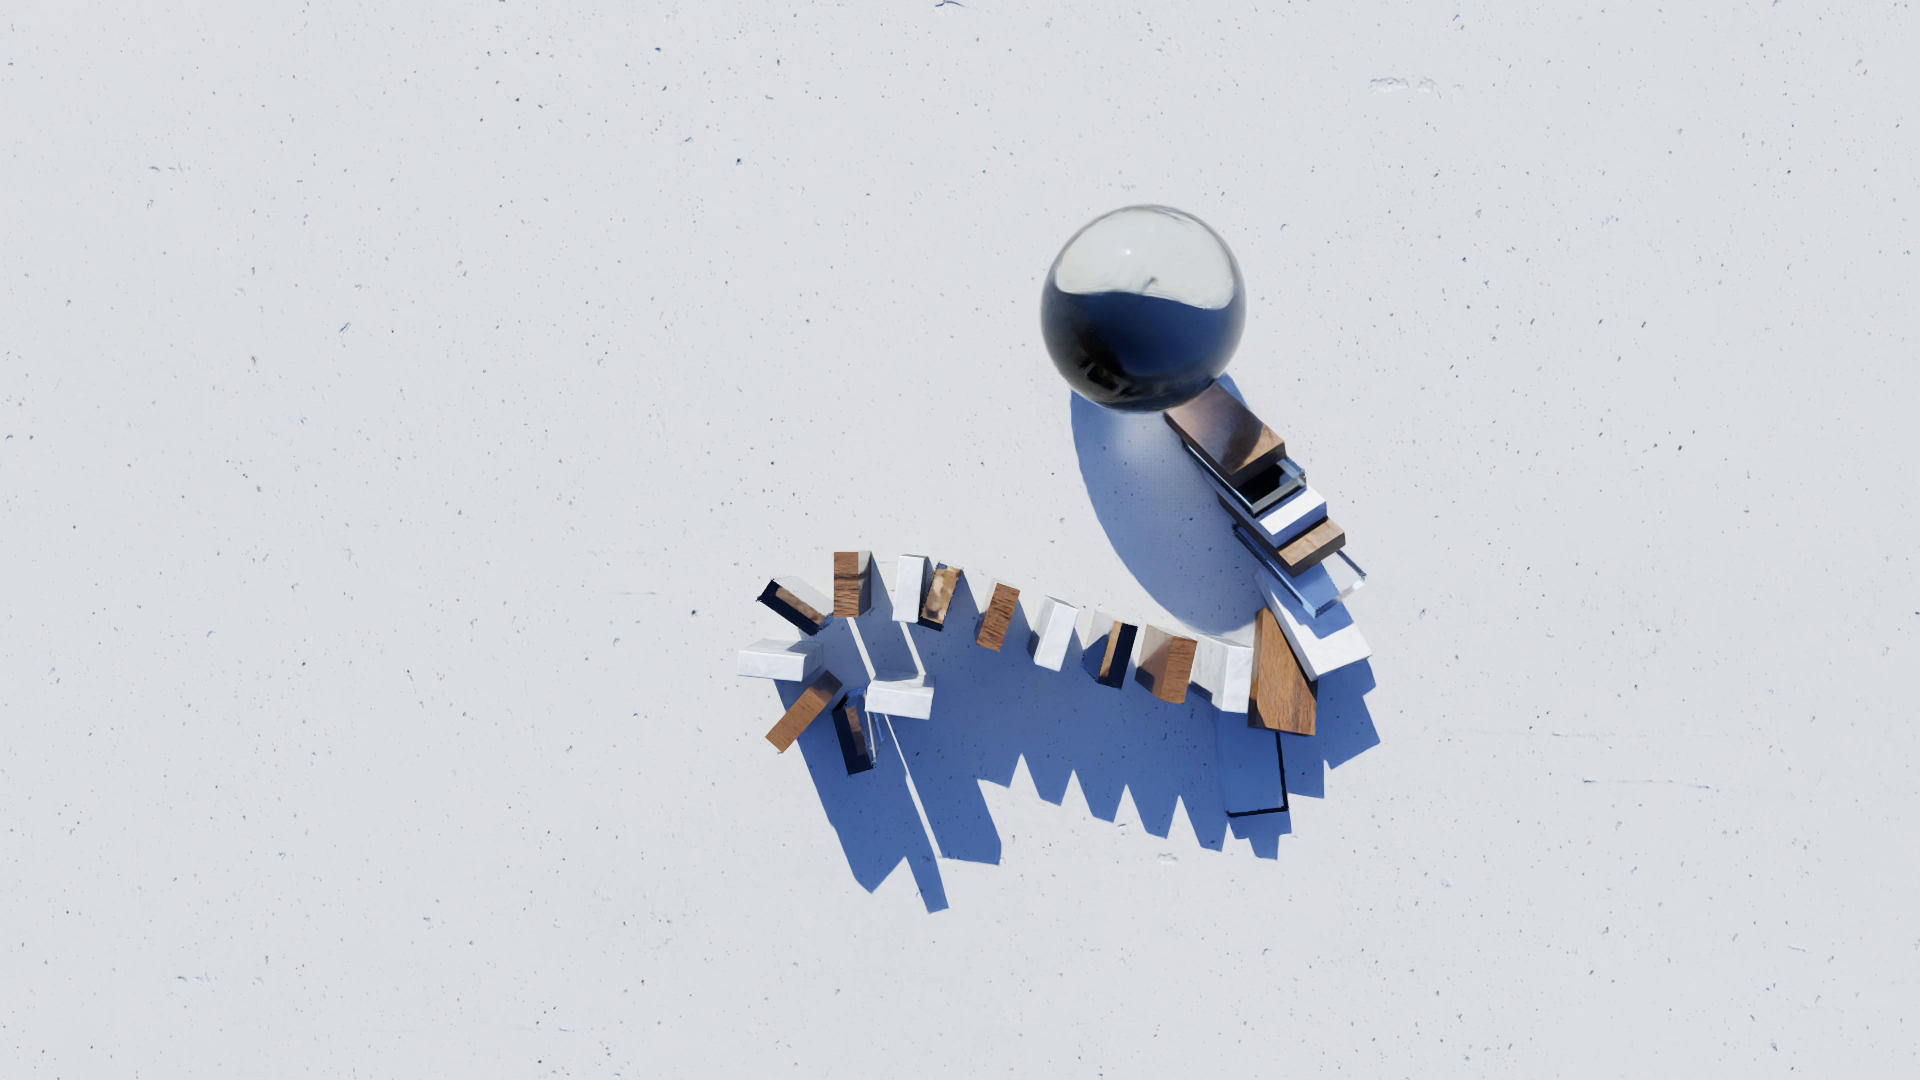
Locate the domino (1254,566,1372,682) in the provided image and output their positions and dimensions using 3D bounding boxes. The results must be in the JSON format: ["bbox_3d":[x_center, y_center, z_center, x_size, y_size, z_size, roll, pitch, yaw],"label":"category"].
[{"bbox_3d":[0.147,0.031,0.384,0.025,0.010,0.050,-19,66,-6],"label":"domino"}]

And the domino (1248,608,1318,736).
[{"bbox_3d":[0.138,0.056,0.389,0.025,0.010,0.050,10,74,0],"label":"domino"}]

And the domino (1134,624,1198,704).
[{"bbox_3d":[0.083,0.050,0.375,0.010,0.050,0.025,13,90,0],"label":"domino"}]

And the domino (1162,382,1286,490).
[{"bbox_3d":[0.109,-0.045,0.380,0.025,0.009,0.050,-33,48,0],"label":"domino"}]

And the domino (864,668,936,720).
[{"bbox_3d":[-0.023,0.063,0.375,0.025,0.050,0.009,8,90,0],"label":"domino"}]

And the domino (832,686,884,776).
[{"bbox_3d":[-0.041,0.077,0.375,0.010,0.050,0.025,-15,90,0],"label":"domino"}]

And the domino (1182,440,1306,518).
[{"bbox_3d":[0.117,-0.033,0.380,0.025,0.010,0.050,-33,48,0],"label":"domino"}]

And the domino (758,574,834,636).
[{"bbox_3d":[-0.064,0.026,0.375,0.025,0.050,0.010,35,90,0],"label":"domino"}]

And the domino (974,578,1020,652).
[{"bbox_3d":[0.015,0.030,0.375,0.010,0.050,0.025,19,90,0],"label":"domino"}]

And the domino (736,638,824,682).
[{"bbox_3d":[-0.072,0.048,0.375,0.025,0.050,0.009,6,90,0],"label":"domino"}]

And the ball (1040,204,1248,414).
[{"bbox_3d":[0.071,-0.090,0.360,0.080,0.080,0.080,0,90,0],"label":"ball"}]

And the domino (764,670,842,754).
[{"bbox_3d":[-0.063,0.069,0.375,0.009,0.050,0.025,42,90,0],"label":"domino"}]

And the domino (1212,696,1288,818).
[{"bbox_3d":[0.125,0.092,0.395,0.025,0.010,0.050,-7,90,0],"label":"domino"}]

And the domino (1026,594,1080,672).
[{"bbox_3d":[0.037,0.037,0.375,0.009,0.050,0.025,18,90,0],"label":"domino"}]

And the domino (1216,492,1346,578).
[{"bbox_3d":[0.132,-0.010,0.380,0.025,0.010,0.050,-33,48,0],"label":"domino"}]

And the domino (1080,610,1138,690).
[{"bbox_3d":[0.060,0.044,0.375,0.010,0.050,0.025,15,90,0],"label":"domino"}]

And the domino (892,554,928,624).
[{"bbox_3d":[-0.020,0.019,0.375,0.010,0.050,0.025,6,90,0],"label":"domino"}]

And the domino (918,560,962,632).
[{"bbox_3d":[-0.008,0.022,0.375,0.010,0.050,0.025,19,90,0],"label":"domino"}]

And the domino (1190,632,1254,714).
[{"bbox_3d":[0.106,0.053,0.375,0.009,0.050,0.025,6,90,0],"label":"domino"}]

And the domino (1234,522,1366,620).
[{"bbox_3d":[0.141,0.006,0.382,0.025,0.010,0.050,-35,58,-2],"label":"domino"}]

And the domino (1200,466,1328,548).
[{"bbox_3d":[0.125,-0.022,0.380,0.025,0.009,0.050,-33,48,0],"label":"domino"}]

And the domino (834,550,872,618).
[{"bbox_3d":[-0.044,0.017,0.375,0.010,0.050,0.025,0,90,0],"label":"domino"}]
